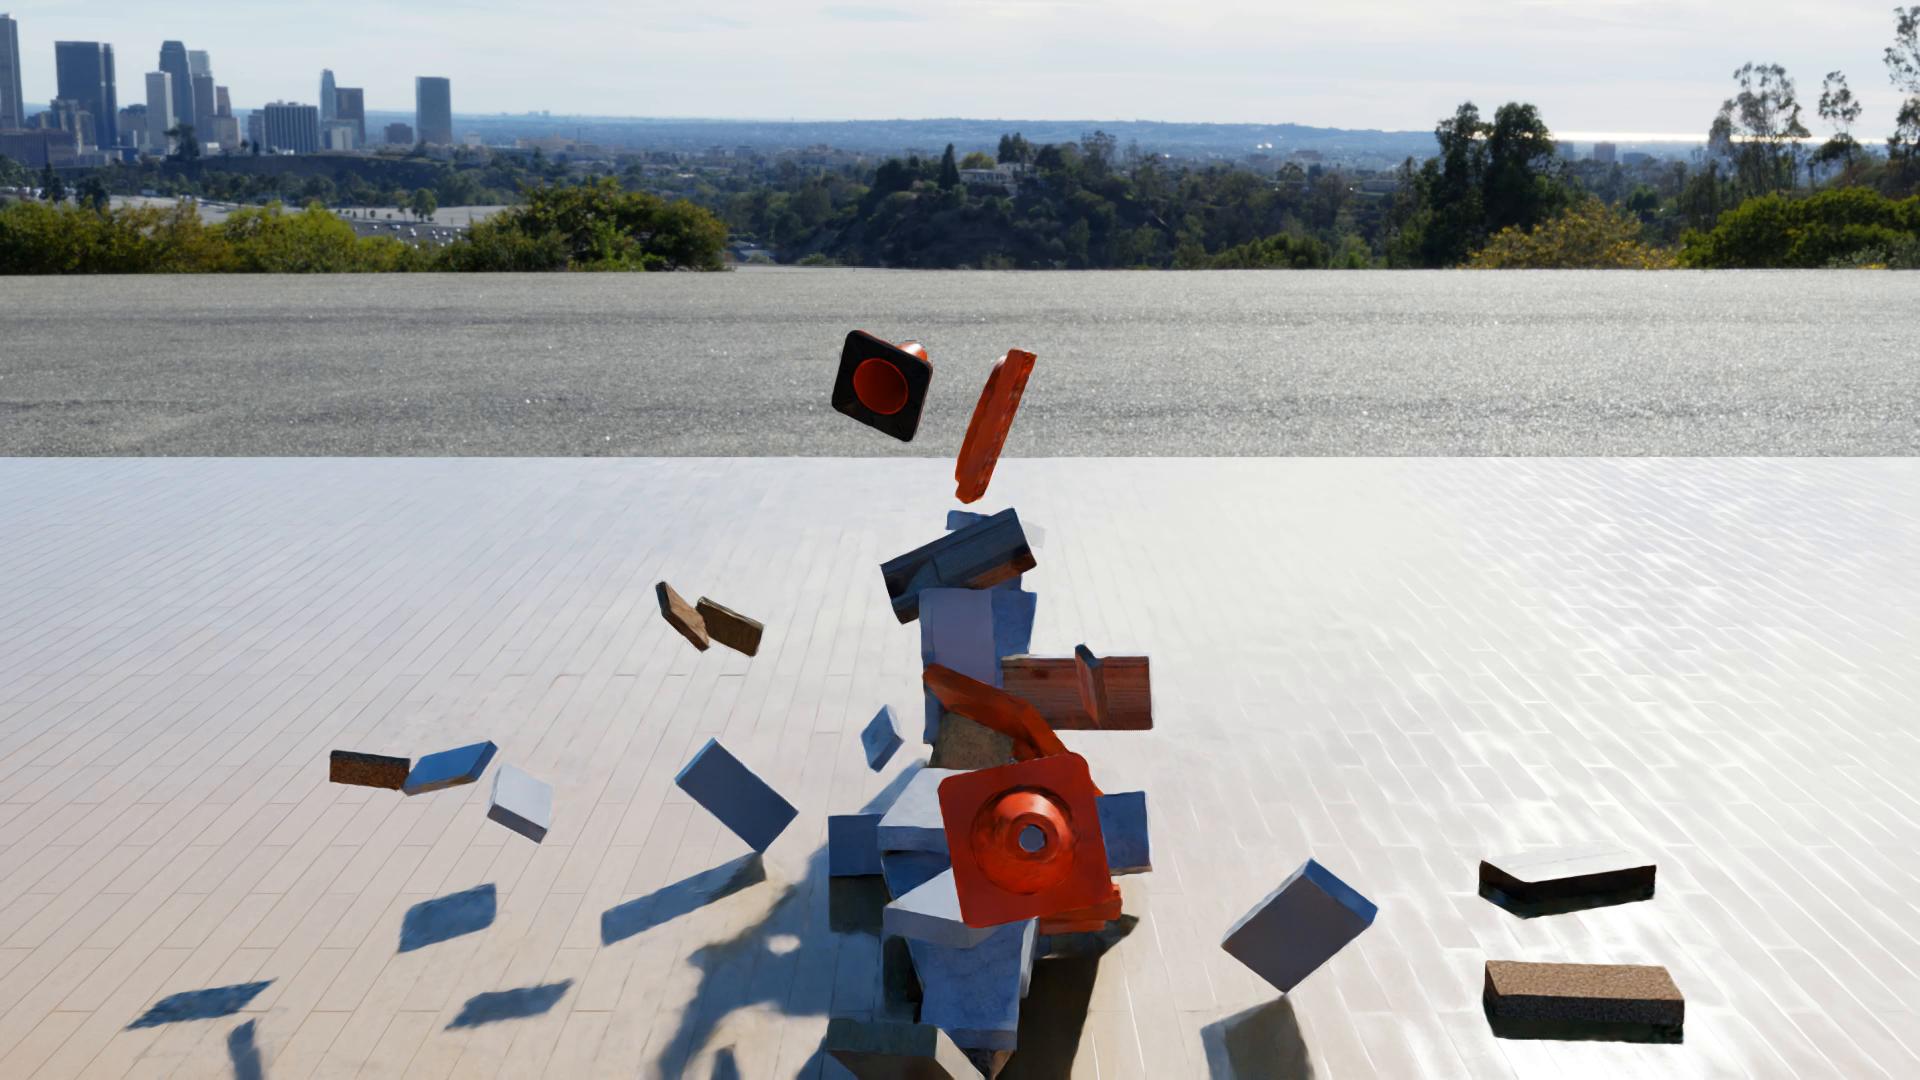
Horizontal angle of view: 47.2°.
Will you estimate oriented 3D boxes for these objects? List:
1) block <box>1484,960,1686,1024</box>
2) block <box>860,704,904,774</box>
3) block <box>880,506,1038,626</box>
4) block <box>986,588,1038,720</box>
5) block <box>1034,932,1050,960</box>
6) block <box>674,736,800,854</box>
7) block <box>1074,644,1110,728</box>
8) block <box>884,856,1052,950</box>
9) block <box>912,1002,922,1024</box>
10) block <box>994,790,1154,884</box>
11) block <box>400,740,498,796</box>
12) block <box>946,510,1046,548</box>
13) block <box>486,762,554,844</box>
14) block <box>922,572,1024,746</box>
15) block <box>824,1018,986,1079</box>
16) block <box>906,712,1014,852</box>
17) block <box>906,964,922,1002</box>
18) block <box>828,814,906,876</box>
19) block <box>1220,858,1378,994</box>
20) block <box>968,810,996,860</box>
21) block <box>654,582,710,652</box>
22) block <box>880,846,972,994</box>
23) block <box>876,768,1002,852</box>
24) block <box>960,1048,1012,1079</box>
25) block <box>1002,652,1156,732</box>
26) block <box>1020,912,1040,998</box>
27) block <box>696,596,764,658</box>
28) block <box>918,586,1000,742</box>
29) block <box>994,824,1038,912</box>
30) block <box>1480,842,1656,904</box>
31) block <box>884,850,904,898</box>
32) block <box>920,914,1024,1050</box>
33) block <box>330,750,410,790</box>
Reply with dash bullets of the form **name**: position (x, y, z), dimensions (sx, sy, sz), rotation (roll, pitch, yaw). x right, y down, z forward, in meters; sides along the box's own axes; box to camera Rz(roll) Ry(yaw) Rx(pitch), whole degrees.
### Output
- **block**: position (0.906, 0.658, 3.202), dimensions (0.261, 0.037, 0.131), rotation (1, 11, 5)
- **block**: position (-0.124, 0.315, 3.498), dimensions (0.019, 0.067, 0.134), rotation (36, 9, -17)
- **block**: position (-0.004, 0.048, 4.124), dimensions (0.277, 0.039, 0.139), rotation (-24, 41, 4)
- **block**: position (0.058, 0.218, 4.296), dimensions (0.148, 0.042, 0.295), rotation (7, 48, 7)
- **block**: position (0.044, 0.602, 3.248), dimensions (0.127, 0.036, 0.254), rotation (-1, -7, 14)
- **block**: position (-0.390, 0.448, 3.850), dimensions (0.203, 0.101, 0.029), rotation (43, -2, -17)
- **block**: position (0.222, 0.245, 3.683), dimensions (0.019, 0.134, 0.067), rotation (-21, 38, -13)
- **block**: position (0.013, 0.470, 2.861), dimensions (0.121, 0.034, 0.242), rotation (6, 11, 27)
- **block**: position (-0.005, 0.662, 3.067), dimensions (0.112, 0.032, 0.225), rotation (0, -1, 1)
- **block**: position (0.188, 0.501, 3.679), dimensions (0.261, 0.130, 0.037), rotation (-8, -28, 12)
- **block**: position (-0.807, 0.361, 3.468), dimensions (0.201, 0.019, 0.067), rotation (-15, 36, 43)
- **block**: position (0.077, -0.022, 4.519), dimensions (0.148, 0.042, 0.295), rotation (9, -1, 13)
- **block**: position (-0.755, 0.449, 3.778), dimensions (0.101, 0.029, 0.203), rotation (30, 8, -14)
- **block**: position (0.033, 0.213, 4.534), dimensions (0.148, 0.441, 0.042), rotation (9, -17, 3)
- **block**: position (-0.041, 0.634, 2.582), dimensions (0.121, 0.034, 0.499), rotation (2, -24, 12)
- **block**: position (0.001, 0.406, 3.466), dimensions (0.120, 0.239, 0.034), rotation (25, -23, -24)
- **block**: position (-0.006, 0.625, 3.128), dimensions (0.127, 0.036, 0.254), rotation (0, -6, 1)
- **block**: position (-0.124, 0.519, 3.764), dimensions (0.202, 0.101, 0.029), rotation (-1, -6, -7)
- **block**: position (0.485, 0.558, 3.165), dimensions (0.120, 0.239, 0.034), rotation (36, 47, 1)
- **block**: position (-0.010, 0.471, 3.108), dimensions (0.123, 0.035, 0.246), rotation (-4, 32, 0)
- **block**: position (-0.442, 0.122, 3.502), dimensions (0.018, 0.126, 0.063), rotation (-27, 52, 9)
- **block**: position (-0.015, 0.518, 2.972), dimensions (0.123, 0.035, 0.279), rotation (-11, 35, -10)
- **block**: position (-0.027, 0.385, 3.152), dimensions (0.123, 0.035, 0.246), rotation (0, 13, 14)
- **block**: position (-0.002, 0.655, 2.806), dimensions (0.113, 0.032, 0.225), rotation (2, -3, 9)
- **block**: position (0.222, 0.285, 4.120), dimensions (0.278, 0.139, 0.039), rotation (-2, 8, 13)
- **block**: position (0.038, 0.565, 3.044), dimensions (0.127, 0.036, 0.254), rotation (-1, 12, 6)
- **block**: position (-0.413, 0.154, 3.903), dimensions (0.126, 0.063, 0.018), rotation (24, 31, 10)
- **block**: position (-0.001, 0.229, 4.006), dimensions (0.139, 0.277, 0.039), rotation (4, -13, -37)
- **block**: position (0.025, 0.485, 3.223), dimensions (0.120, 0.034, 0.248), rotation (-5, 15, -12)
- **block**: position (1.028, 0.562, 3.721), dimensions (0.261, 0.037, 0.130), rotation (-4, 11, -21)
- **block**: position (-0.106, 0.511, 3.545), dimensions (0.017, 0.120, 0.060), rotation (7, 23, 15)
- **block**: position (0.018, 0.556, 2.843), dimensions (0.121, 0.034, 0.242), rotation (2, 33, 3)
- **block**: position (-0.967, 0.378, 3.603), dimensions (0.126, 0.063, 0.018), rotation (8, 45, -9)
